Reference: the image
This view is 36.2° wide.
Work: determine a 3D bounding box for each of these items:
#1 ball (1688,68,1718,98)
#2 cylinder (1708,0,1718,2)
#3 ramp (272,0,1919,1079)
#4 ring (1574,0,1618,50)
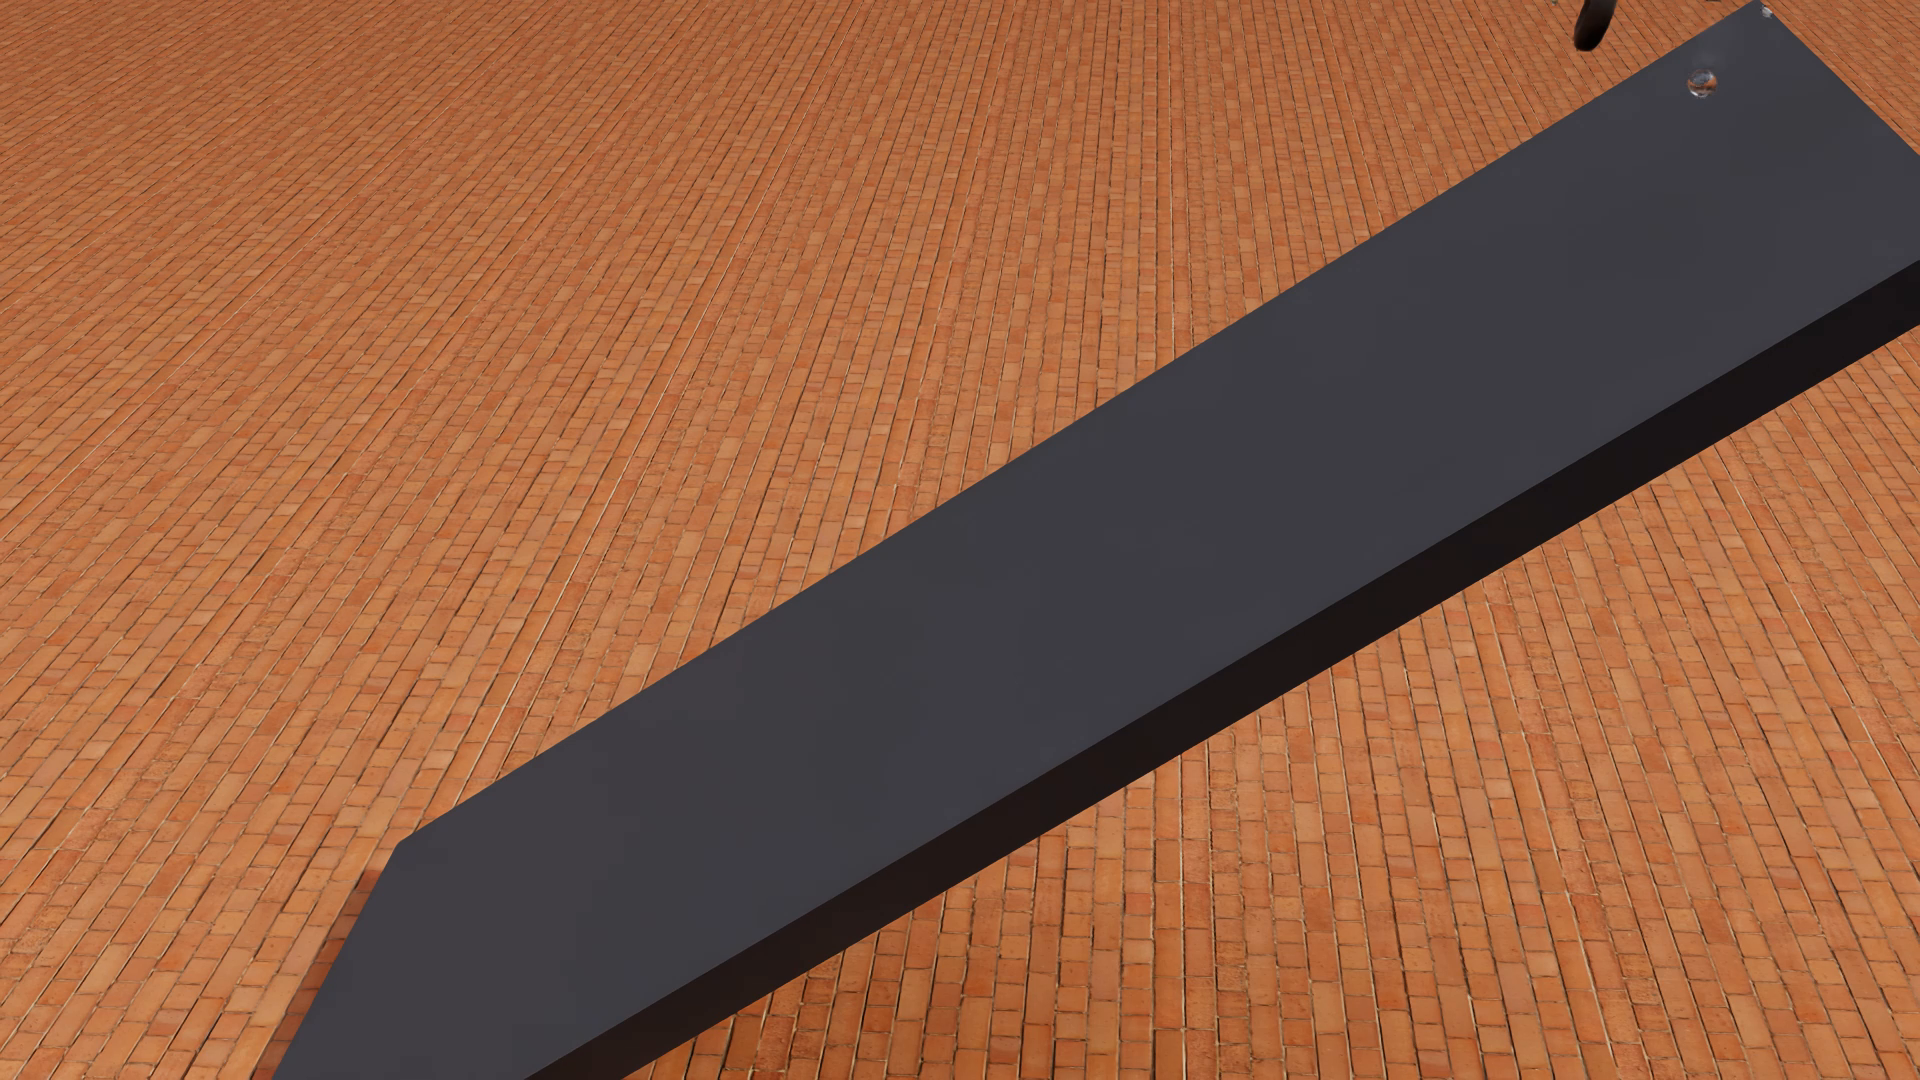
[{"bbox_3d":[1.394,-0.858,5.519,0.053,0.053,0.053,0,21,0],"label":"ball"},{"bbox_3d":[1.462,-1.111,5.698,0.094,0.094,0.094,8,53,-11],"label":"cylinder"},{"bbox_3d":[0.137,0.172,6.301,4.000,0.100,2.000,-32,16,14],"label":"ramp"},{"bbox_3d":[1.253,-1.034,5.798,0.049,0.148,0.148,20,22,1],"label":"ring"}]
